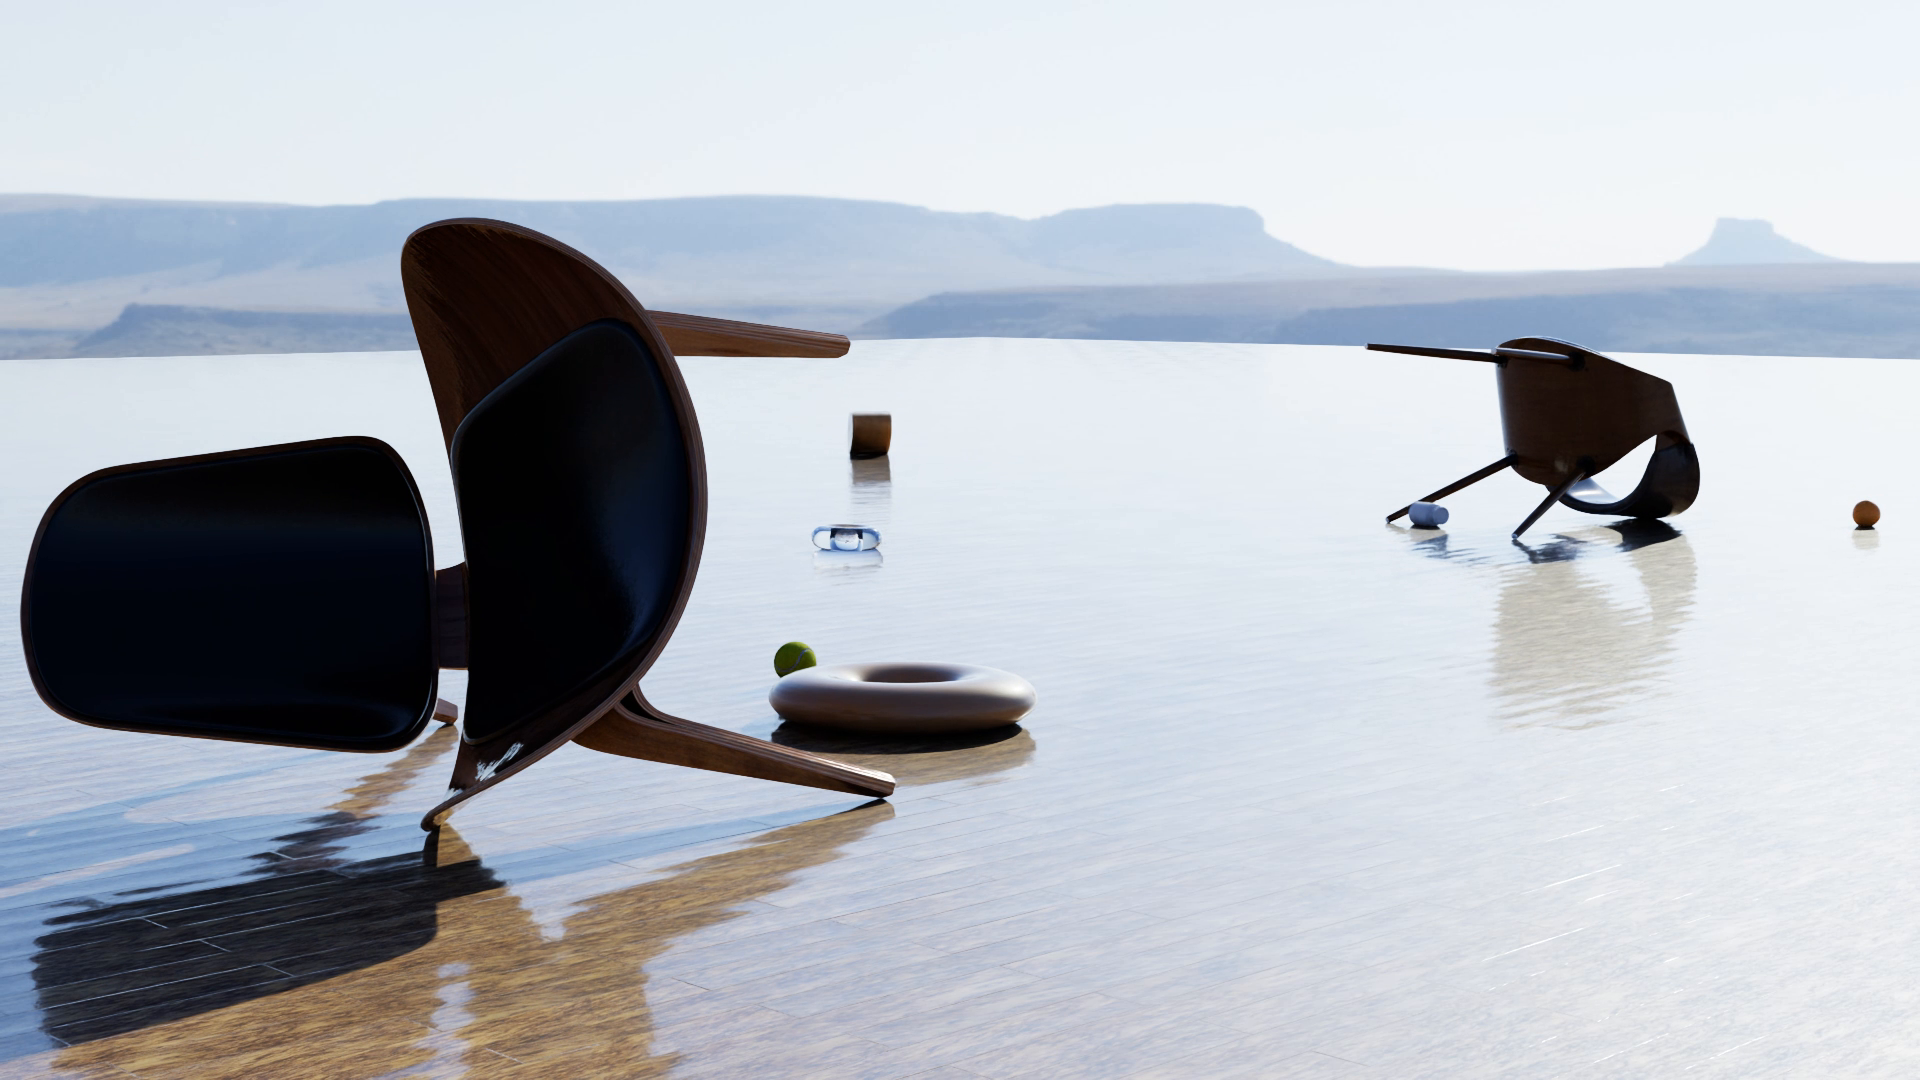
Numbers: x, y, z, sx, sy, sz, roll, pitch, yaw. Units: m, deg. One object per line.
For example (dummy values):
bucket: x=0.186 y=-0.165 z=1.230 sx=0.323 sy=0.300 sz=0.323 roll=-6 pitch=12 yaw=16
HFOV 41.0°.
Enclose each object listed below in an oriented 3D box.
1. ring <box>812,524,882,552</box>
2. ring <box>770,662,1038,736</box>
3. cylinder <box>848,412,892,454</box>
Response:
ring: x=-0.273 y=-0.006 z=6.202 sx=0.176 sy=0.057 sz=0.156 roll=3 pitch=5 yaw=14
ring: x=-0.085 y=0.233 z=3.800 sx=0.407 sy=0.075 sz=0.349 roll=2 pitch=6 yaw=21
cylinder: x=-0.336 y=-0.395 z=9.490 sx=0.144 sy=0.128 sz=0.252 roll=-1 pitch=-18 yaw=-7
